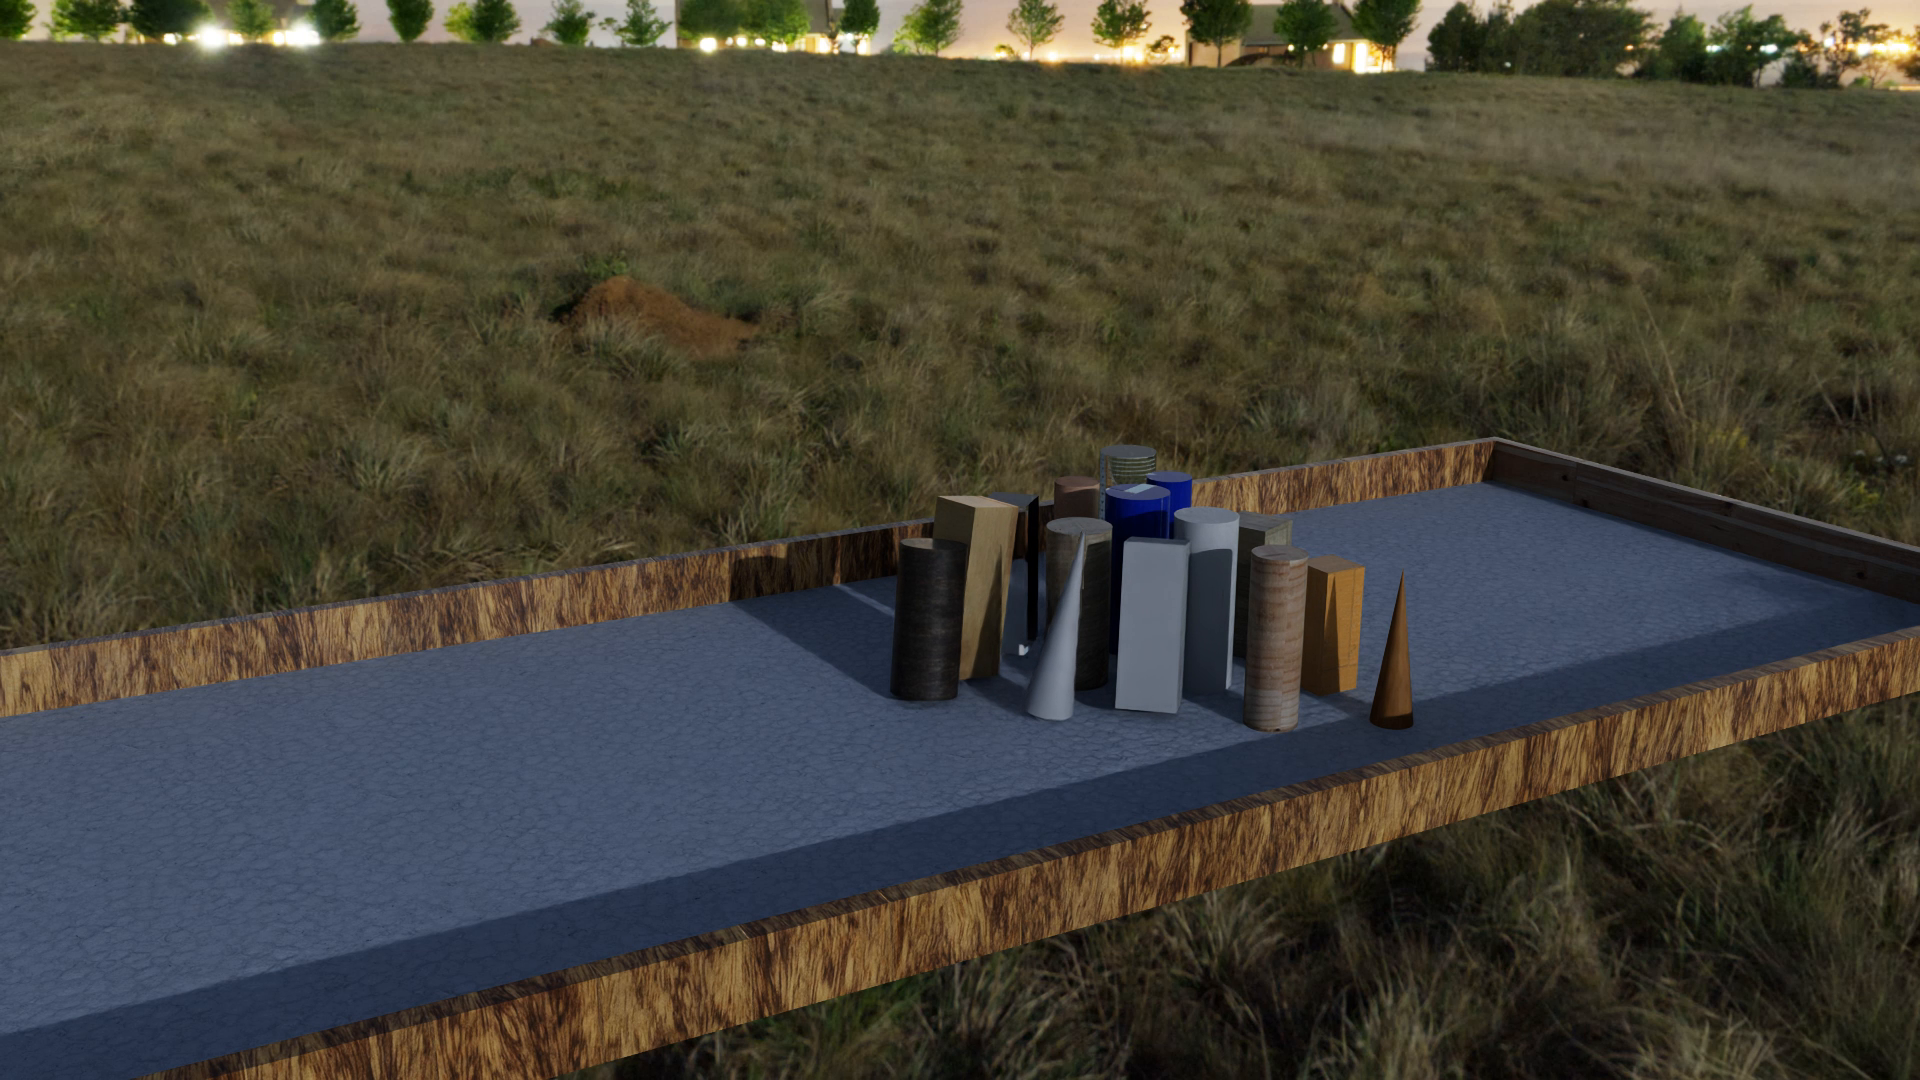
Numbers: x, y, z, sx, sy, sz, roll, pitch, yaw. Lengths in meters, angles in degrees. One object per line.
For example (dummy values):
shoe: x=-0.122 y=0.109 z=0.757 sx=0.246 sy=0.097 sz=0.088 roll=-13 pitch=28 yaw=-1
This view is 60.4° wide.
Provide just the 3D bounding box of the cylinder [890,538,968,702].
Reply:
cylinder: x=-0.076 y=0.191 z=4.012 sx=0.167 sy=0.370 sz=0.167 roll=4 pitch=9 yaw=-1

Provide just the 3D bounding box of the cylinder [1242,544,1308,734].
cylinder: x=0.732 y=0.230 z=3.831 sx=0.129 sy=0.419 sz=0.129 roll=0 pitch=16 yaw=0

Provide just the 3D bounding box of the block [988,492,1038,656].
block: x=0.129 y=0.087 z=4.342 sx=0.123 sy=0.404 sz=0.123 roll=5 pitch=17 yaw=18

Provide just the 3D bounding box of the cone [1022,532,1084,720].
cone: x=0.248 y=0.188 z=3.876 sx=0.122 sy=0.460 sz=0.122 roll=10 pitch=16 yaw=-3

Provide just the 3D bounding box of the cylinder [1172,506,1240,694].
cylinder: x=0.602 y=0.147 z=4.085 sx=0.159 sy=0.434 sz=0.159 roll=0 pitch=16 yaw=0

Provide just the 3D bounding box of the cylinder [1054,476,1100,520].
cylinder: x=0.321 y=0.026 z=4.578 sx=0.124 sy=0.389 sz=0.124 roll=0 pitch=16 yaw=0

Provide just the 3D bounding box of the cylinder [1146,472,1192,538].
cylinder: x=0.575 y=0.018 z=4.586 sx=0.125 sy=0.400 sz=0.125 roll=0 pitch=16 yaw=0

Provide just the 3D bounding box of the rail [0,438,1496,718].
rail: x=-3.305 y=0.497 z=3.399 sx=12.000 sy=0.150 sz=0.050 roll=-9 pitch=18 yaw=-27

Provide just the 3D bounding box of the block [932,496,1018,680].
block: x=0.019 y=0.117 z=4.150 sx=0.145 sy=0.437 sz=0.145 roll=-2 pitch=13 yaw=-41

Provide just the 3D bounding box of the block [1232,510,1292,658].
block: x=0.762 y=0.119 z=4.325 sx=0.146 sy=0.352 sz=0.146 roll=13 pitch=21 yaw=37

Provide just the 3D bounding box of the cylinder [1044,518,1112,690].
cylinder: x=0.293 y=0.158 z=4.105 sx=0.162 sy=0.401 sz=0.162 roll=0 pitch=16 yaw=0

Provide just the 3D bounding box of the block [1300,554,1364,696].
block: x=0.906 y=0.210 z=4.079 sx=0.116 sy=0.317 sz=0.116 roll=-9 pitch=19 yaw=-28

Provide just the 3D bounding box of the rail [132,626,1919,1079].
rail: x=-2.336 y=1.006 z=1.665 sx=12.000 sy=0.150 sz=0.050 roll=-9 pitch=18 yaw=-27

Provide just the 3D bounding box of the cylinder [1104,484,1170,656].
cylinder: x=0.460 y=0.080 z=4.327 sx=0.168 sy=0.426 sz=0.168 roll=0 pitch=16 yaw=0

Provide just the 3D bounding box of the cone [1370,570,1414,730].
cone: x=1.019 y=0.245 z=3.843 sx=0.101 sy=0.381 sz=0.101 roll=0 pitch=16 yaw=0

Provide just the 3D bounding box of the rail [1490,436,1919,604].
rail: x=2.466 y=-0.048 z=5.253 sx=0.050 sy=0.150 sz=2.100 roll=-9 pitch=18 yaw=-27

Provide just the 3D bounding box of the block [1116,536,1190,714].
block: x=0.461 y=0.199 z=3.937 sx=0.144 sy=0.397 sz=0.144 roll=4 pitch=5 yaw=12

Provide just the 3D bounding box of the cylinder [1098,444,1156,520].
cylinder: x=0.486 y=-0.058 z=4.819 sx=0.163 sy=0.414 sz=0.163 roll=0 pitch=16 yaw=0
